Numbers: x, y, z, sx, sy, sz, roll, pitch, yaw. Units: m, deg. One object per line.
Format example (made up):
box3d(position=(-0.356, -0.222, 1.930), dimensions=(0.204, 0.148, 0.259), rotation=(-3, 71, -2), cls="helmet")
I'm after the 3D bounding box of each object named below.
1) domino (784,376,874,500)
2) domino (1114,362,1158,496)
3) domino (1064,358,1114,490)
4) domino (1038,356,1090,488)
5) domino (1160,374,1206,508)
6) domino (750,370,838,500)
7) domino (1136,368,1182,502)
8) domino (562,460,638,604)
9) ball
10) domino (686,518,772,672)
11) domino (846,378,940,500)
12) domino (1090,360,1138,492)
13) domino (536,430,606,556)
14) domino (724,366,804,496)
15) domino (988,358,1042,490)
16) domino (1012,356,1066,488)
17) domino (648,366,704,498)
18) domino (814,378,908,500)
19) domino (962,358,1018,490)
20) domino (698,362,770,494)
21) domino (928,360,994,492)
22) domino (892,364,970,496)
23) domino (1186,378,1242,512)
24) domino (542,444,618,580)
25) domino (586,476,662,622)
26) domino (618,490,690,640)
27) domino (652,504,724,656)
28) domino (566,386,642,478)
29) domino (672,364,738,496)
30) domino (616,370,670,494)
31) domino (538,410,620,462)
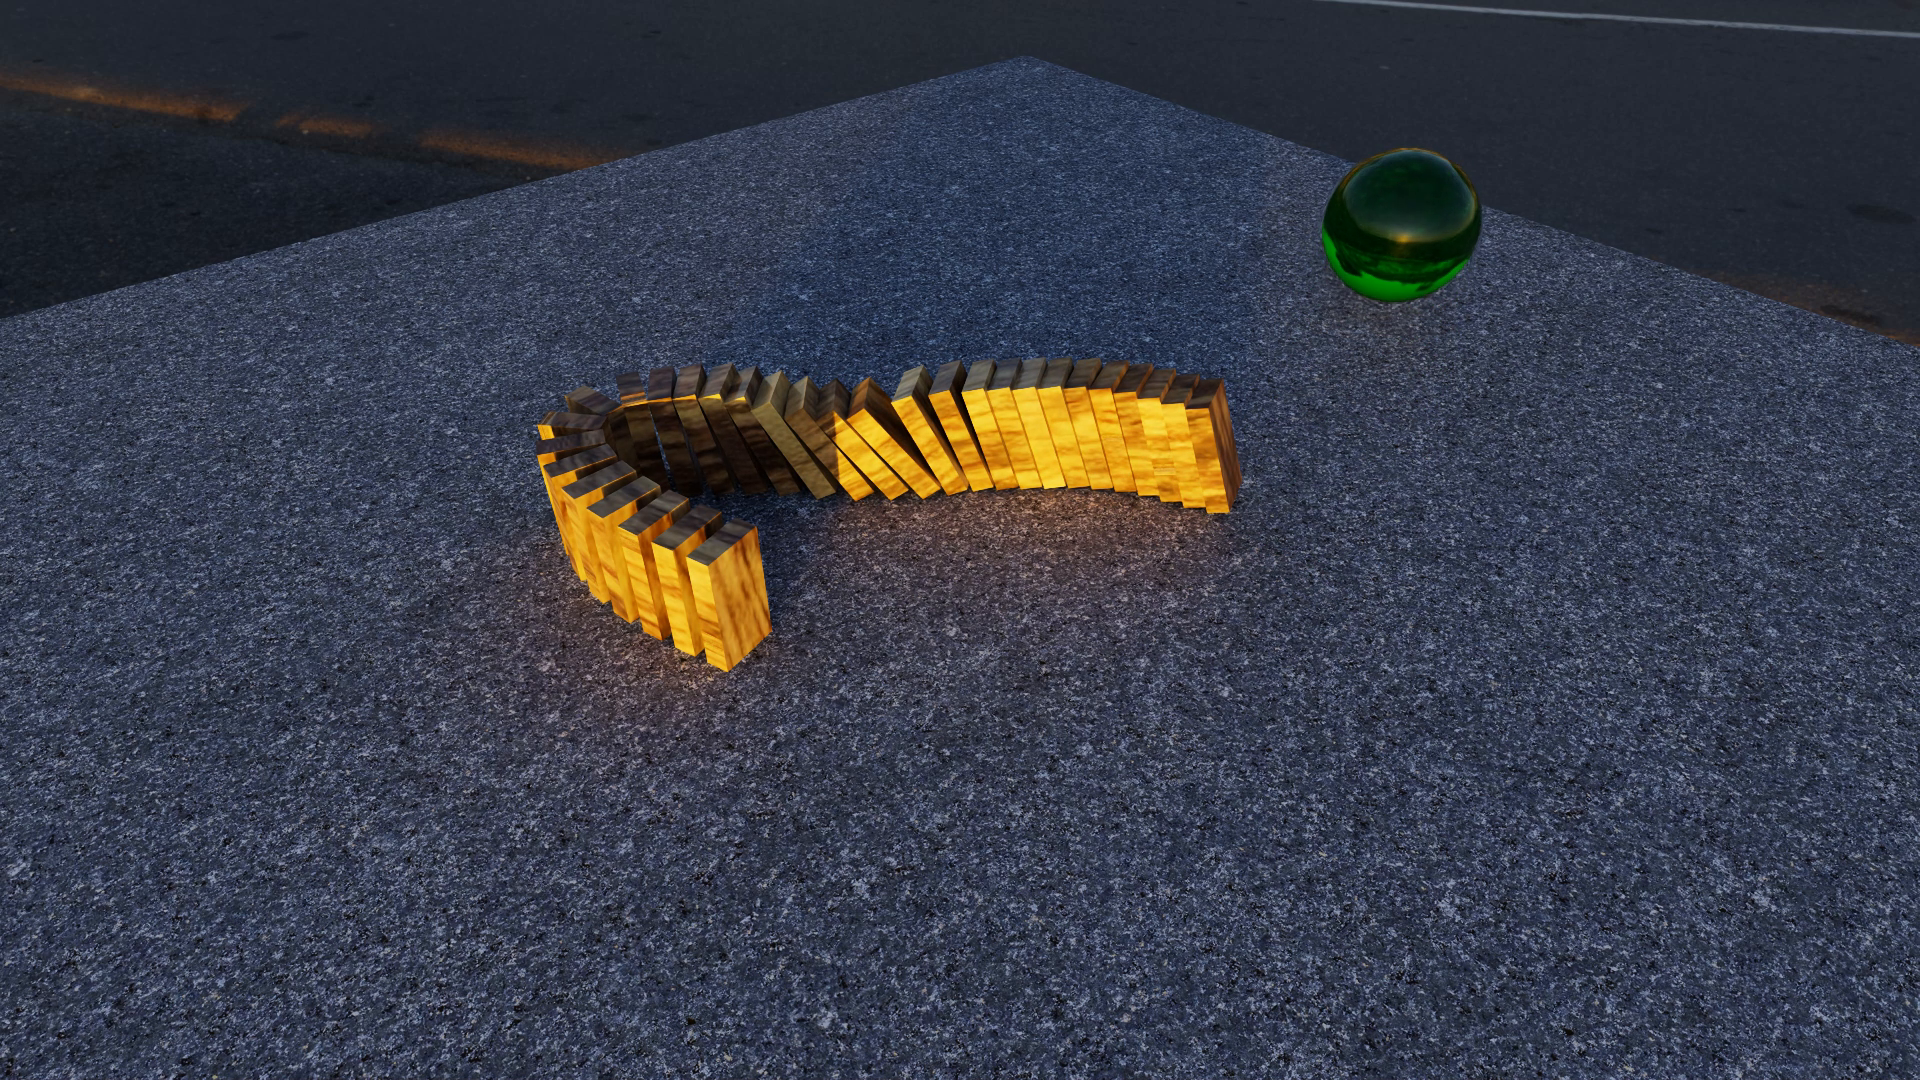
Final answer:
box3d(position=(-0.054, -0.043, 0.466), dimensions=(0.009, 0.050, 0.025), rotation=(-27, 35, 19), cls="domino")
box3d(position=(0.079, -0.047, 0.468), dimensions=(0.009, 0.050, 0.025), rotation=(0, 35, 30), cls="domino")
box3d(position=(0.058, -0.050, 0.472), dimensions=(0.010, 0.050, 0.025), rotation=(-3, 36, 26), cls="domino")
box3d(position=(0.047, -0.050, 0.472), dimensions=(0.009, 0.050, 0.025), rotation=(-5, 36, 23), cls="domino")
box3d(position=(0.097, -0.041, 0.462), dimensions=(0.009, 0.050, 0.025), rotation=(0, 35, 30), cls="domino")
box3d(position=(-0.068, -0.044, 0.467), dimensions=(0.010, 0.050, 0.025), rotation=(-20, 35, 20), cls="domino")
box3d(position=(0.088, -0.044, 0.465), dimensions=(0.009, 0.050, 0.025), rotation=(0, 35, 30), cls="domino")
box3d(position=(-0.131, -0.003, 0.415), dimensions=(0.025, 0.050, 0.009), rotation=(-32, 49, -33), cls="domino")
box3d(position=(0.238, -0.170, 0.595), dimensions=(0.080, 0.080, 0.080), rotation=(0, 39, 0), cls="ball")
box3d(position=(-0.081, 0.020, 0.387), dimensions=(0.009, 0.050, 0.025), rotation=(21, 44, 24), cls="domino")
box3d(position=(-0.027, -0.043, 0.468), dimensions=(0.010, 0.050, 0.025), rotation=(-30, 32, 24), cls="domino")
box3d(position=(0.069, -0.049, 0.470), dimensions=(0.009, 0.050, 0.025), rotation=(0, 35, 30), cls="domino")
box3d(position=(-0.148, -0.018, 0.434), dimensions=(0.025, 0.050, 0.009), rotation=(-13, 43, -15), cls="domino")
box3d(position=(-0.081, -0.046, 0.468), dimensions=(0.010, 0.050, 0.025), rotation=(-15, 36, 16), cls="domino")
box3d(position=(0.026, -0.050, 0.472), dimensions=(0.010, 0.050, 0.025), rotation=(-6, 36, 22), cls="domino")
box3d(position=(0.036, -0.050, 0.472), dimensions=(0.009, 0.050, 0.025), rotation=(-6, 36, 22), cls="domino")
box3d(position=(-0.120, -0.045, 0.466), dimensions=(0.010, 0.050, 0.025), rotation=(-11, 40, -3), cls="domino")
box3d(position=(-0.041, -0.042, 0.466), dimensions=(0.010, 0.050, 0.025), rotation=(-30, 34, 21), cls="domino")
box3d(position=(0.015, -0.049, 0.471), dimensions=(0.010, 0.050, 0.025), rotation=(-8, 36, 20), cls="domino")
box3d(position=(-0.094, -0.047, 0.468), dimensions=(0.009, 0.050, 0.025), rotation=(-10, 38, 13), cls="domino")
box3d(position=(0.003, -0.049, 0.471), dimensions=(0.010, 0.050, 0.025), rotation=(-11, 35, 22), cls="domino")
box3d(position=(-0.010, -0.047, 0.469), dimensions=(0.010, 0.050, 0.025), rotation=(-17, 33, 25), cls="domino")
box3d(position=(0.106, -0.039, 0.459), dimensions=(0.009, 0.050, 0.025), rotation=(0, 35, 30), cls="domino")
box3d(position=(-0.141, -0.010, 0.424), dimensions=(0.025, 0.050, 0.010), rotation=(-24, 45, -26), cls="domino")
box3d(position=(-0.120, 0.004, 0.407), dimensions=(0.010, 0.050, 0.025), rotation=(27, 47, 29), cls="domino")
box3d(position=(-0.107, 0.010, 0.400), dimensions=(0.009, 0.050, 0.025), rotation=(22, 44, 25), cls="domino")
box3d(position=(-0.094, 0.015, 0.394), dimensions=(0.010, 0.050, 0.025), rotation=(21, 44, 23), cls="domino")
box3d(position=(-0.146, -0.037, 0.456), dimensions=(0.025, 0.050, 0.010), rotation=(27, 49, 29), cls="domino")
box3d(position=(-0.107, -0.047, 0.468), dimensions=(0.009, 0.050, 0.025), rotation=(-11, 39, 4), cls="domino")
box3d(position=(-0.133, -0.043, 0.463), dimensions=(0.009, 0.050, 0.025), rotation=(-15, 42, -14), cls="domino")
box3d(position=(-0.151, -0.028, 0.445), dimensions=(0.025, 0.050, 0.010), rotation=(6, 42, 7), cls="domino")
